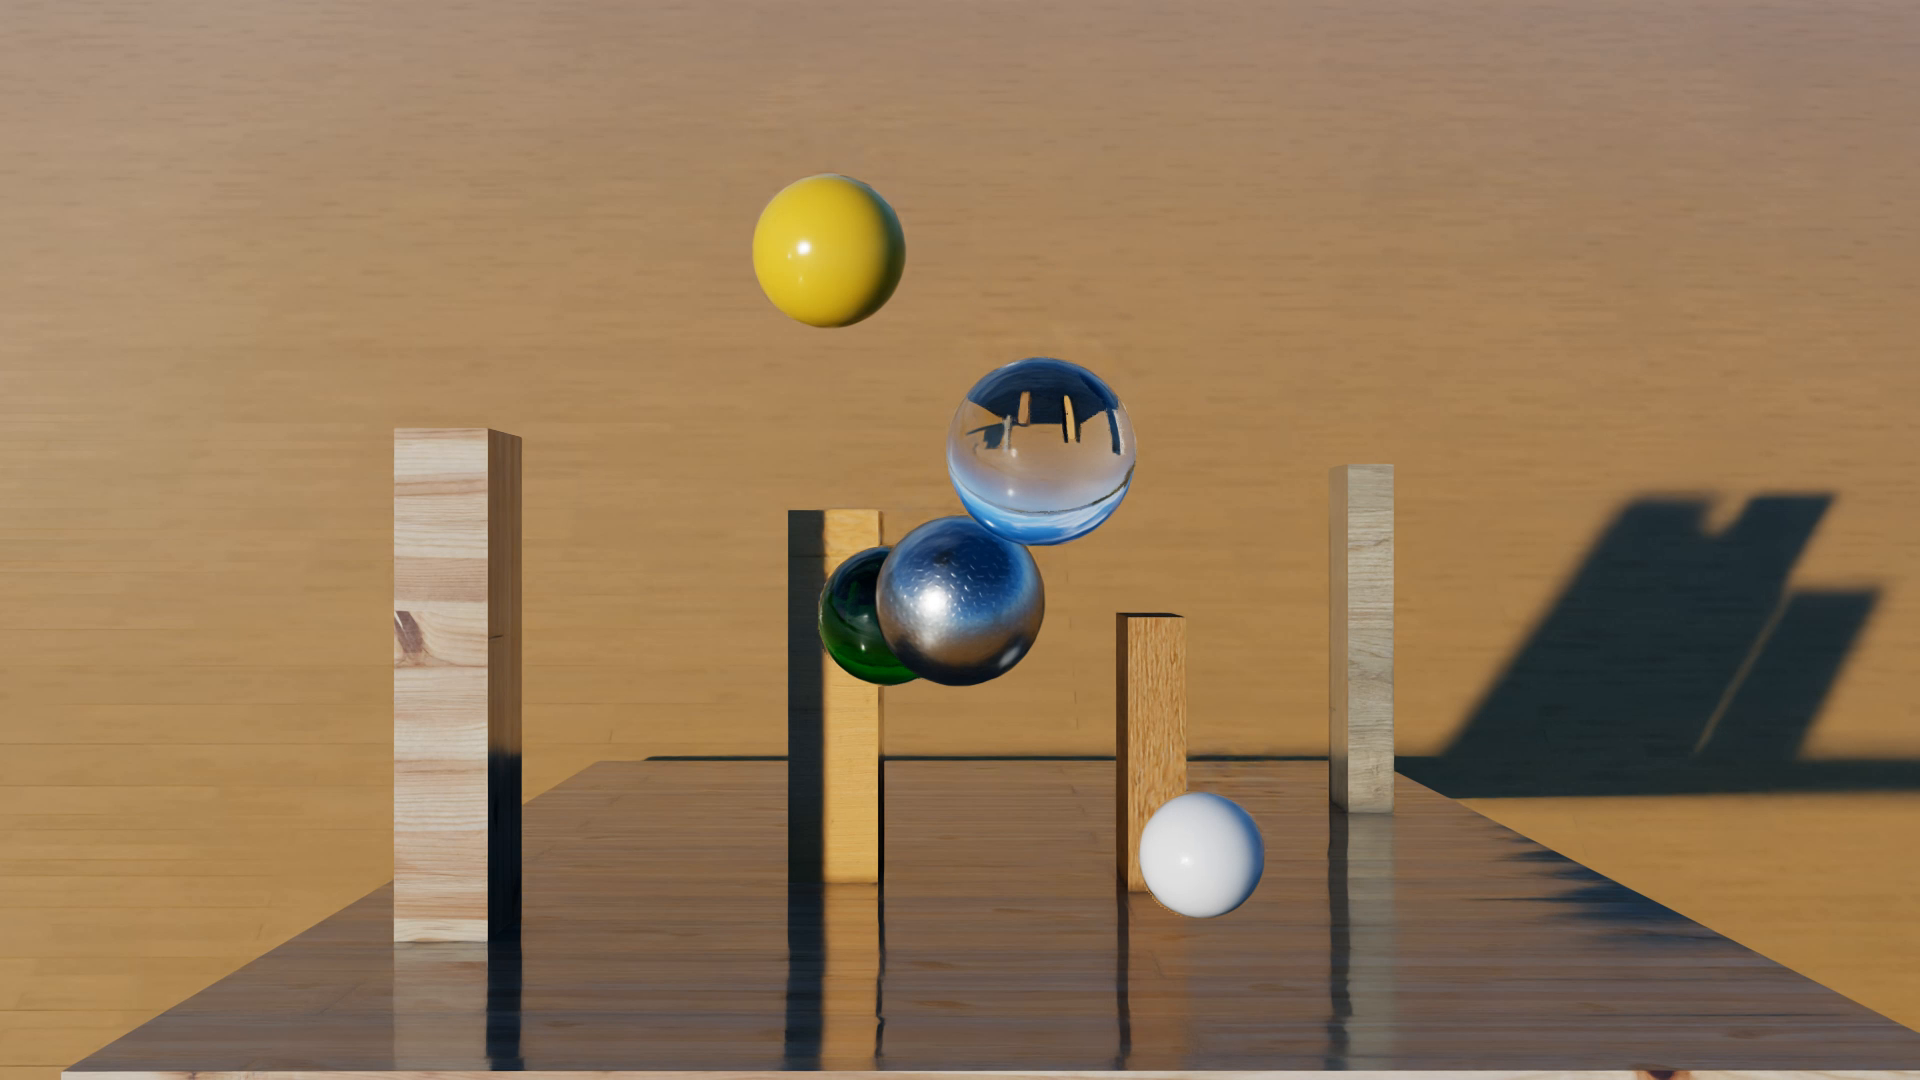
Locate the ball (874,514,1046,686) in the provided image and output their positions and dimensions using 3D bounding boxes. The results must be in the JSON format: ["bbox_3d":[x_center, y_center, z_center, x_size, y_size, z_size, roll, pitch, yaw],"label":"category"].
[{"bbox_3d":[0.000,0.065,2.781,0.184,0.184,0.184,0,31,0],"label":"ball"}]

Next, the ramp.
[{"bbox_3d":[0.069,0.610,4.679,2.000,0.100,4.000,0,0,0],"label":"ramp"}]

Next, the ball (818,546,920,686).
[{"bbox_3d":[-0.082,0.085,2.930,0.158,0.158,0.158,0,31,0],"label":"ball"}]

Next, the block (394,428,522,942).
[{"bbox_3d":[-0.717,0.201,3.713,0.129,0.709,0.279,0,0,0],"label":"block"}]

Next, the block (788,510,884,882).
[{"bbox_3d":[-0.207,0.255,4.395,0.146,0.606,0.363,0,0,0],"label":"block"}]

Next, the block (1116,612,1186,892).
[{"bbox_3d":[0.312,0.340,4.253,0.092,0.434,0.306,0,0,0],"label":"block"}]

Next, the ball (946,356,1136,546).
[{"bbox_3d":[0.084,-0.091,2.660,0.195,0.195,0.195,0,31,0],"label":"ball"}]

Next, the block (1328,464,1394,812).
[{"bbox_3d":[0.847,0.204,5.473,0.094,0.719,0.275,0,0,0],"label":"block"}]

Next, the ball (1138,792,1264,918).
[{"bbox_3d":[0.274,0.357,2.935,0.143,0.143,0.143,0,31,0],"label":"ball"}]

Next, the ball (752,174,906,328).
[{"bbox_3d":[-0.128,-0.283,2.542,0.151,0.151,0.151,0,31,0],"label":"ball"}]
